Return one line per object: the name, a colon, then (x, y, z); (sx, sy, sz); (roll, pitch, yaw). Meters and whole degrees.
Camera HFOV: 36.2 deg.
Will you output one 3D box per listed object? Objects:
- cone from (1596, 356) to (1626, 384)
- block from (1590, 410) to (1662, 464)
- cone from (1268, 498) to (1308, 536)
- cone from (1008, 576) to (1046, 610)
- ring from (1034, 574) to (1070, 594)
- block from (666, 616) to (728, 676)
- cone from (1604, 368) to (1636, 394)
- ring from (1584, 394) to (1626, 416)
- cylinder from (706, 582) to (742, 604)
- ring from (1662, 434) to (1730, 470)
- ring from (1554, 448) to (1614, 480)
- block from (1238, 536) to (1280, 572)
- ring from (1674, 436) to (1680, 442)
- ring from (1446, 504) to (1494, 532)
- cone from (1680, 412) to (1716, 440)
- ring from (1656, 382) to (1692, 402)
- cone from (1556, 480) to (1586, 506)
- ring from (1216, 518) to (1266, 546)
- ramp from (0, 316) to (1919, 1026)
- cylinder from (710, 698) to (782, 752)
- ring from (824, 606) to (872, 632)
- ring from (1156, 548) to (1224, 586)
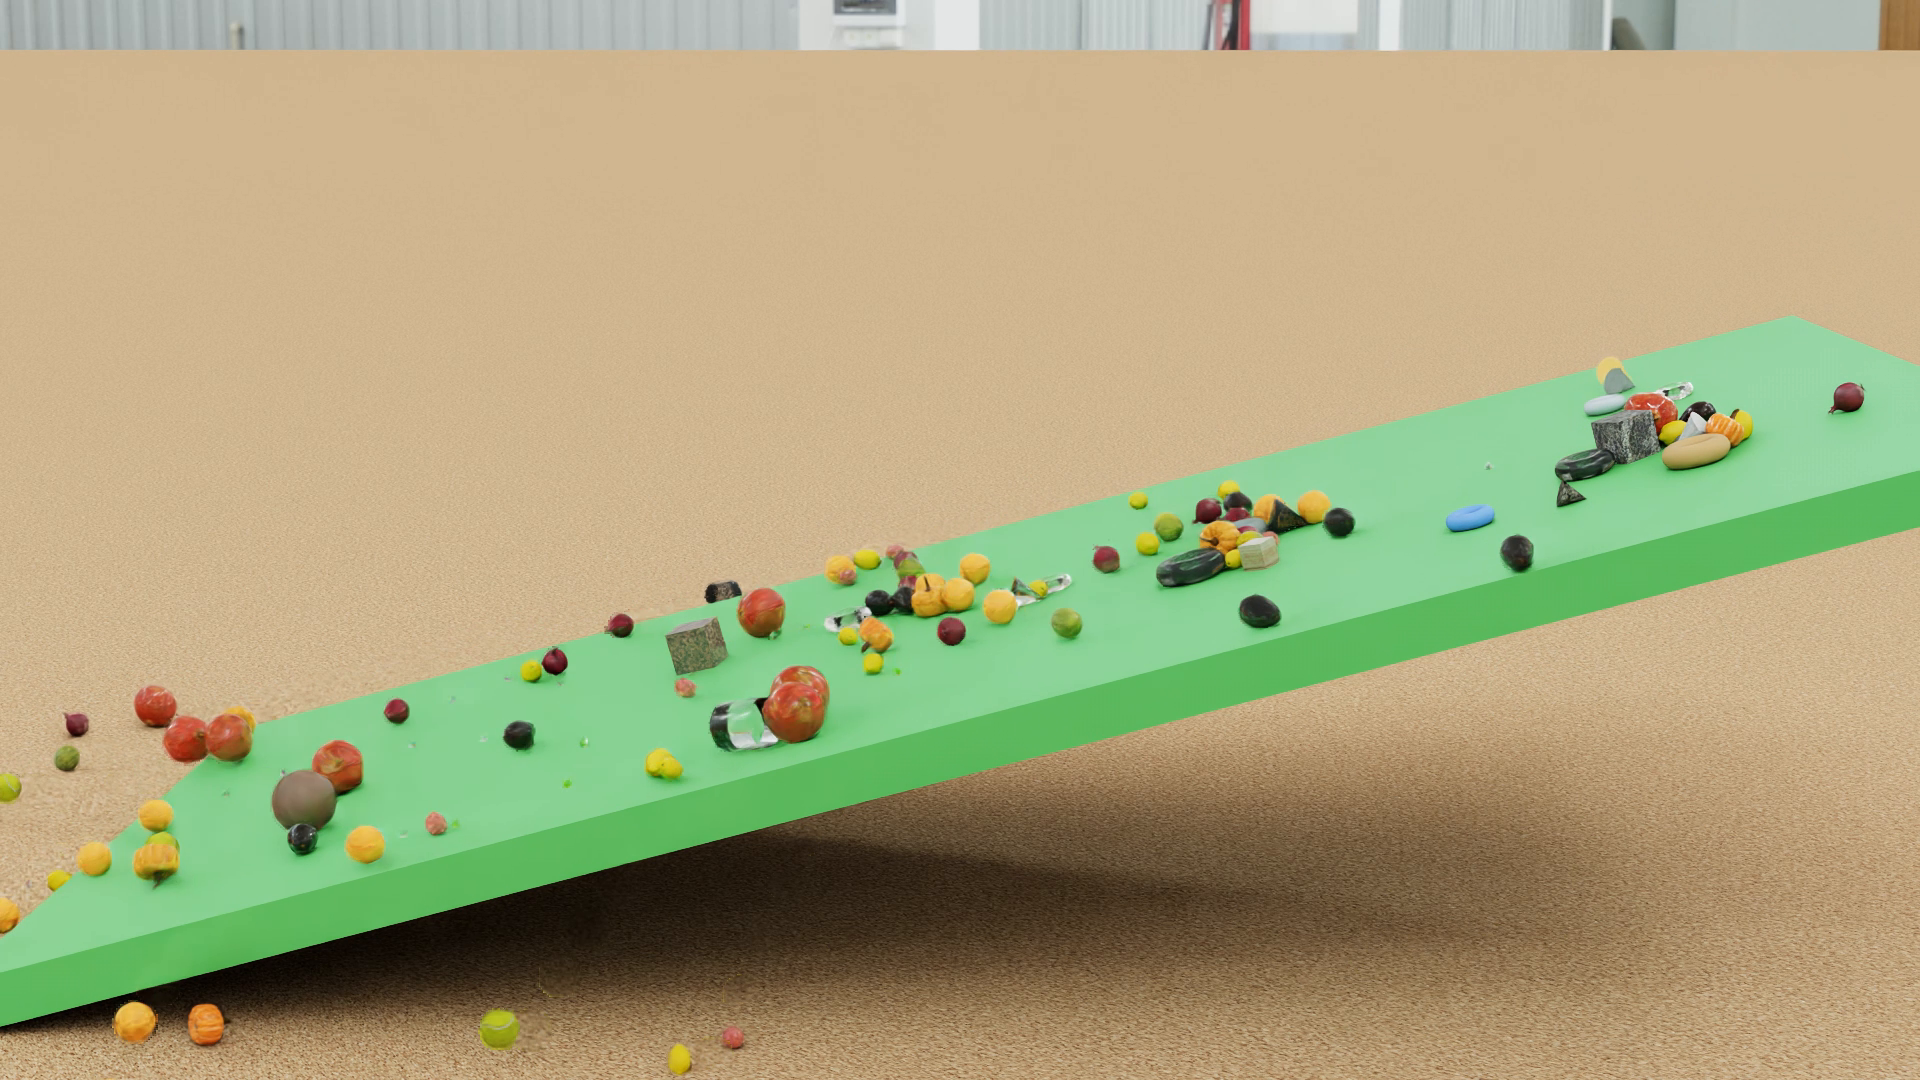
cone: (1.550, -0.392, 6.927); (0.070, 0.070, 0.070); (12, 0, -41)
block: (1.358, -0.210, 6.000); (0.088, 0.088, 0.088); (-20, 10, -23)
cone: (0.703, -0.041, 6.244); (0.083, 0.083, 0.083); (11, 10, -1)
cone: (0.146, 0.119, 6.233); (0.072, 0.072, 0.072); (10, 9, -6)
ring: (0.200, 0.093, 6.315); (0.080, 0.027, 0.080); (-14, 10, 3)
block: (-0.587, 0.236, 6.557); (0.094, 0.094, 0.094); (-13, 10, 17)
cone: (1.531, -0.359, 6.767); (0.067, 0.067, 0.067); (10, 4, -30)
ring: (1.442, -0.302, 6.580); (0.094, 0.031, 0.094); (-15, 8, 2)
cylinder: (-0.760, 0.178, 9.454); (0.083, 0.083, 0.083); (-9, 13, -40)
ring: (1.447, -0.174, 5.782); (0.134, 0.045, 0.134); (-16, 8, 2)
ring: (1.266, -0.153, 5.962); (0.123, 0.041, 0.123); (-17, 9, 3)
block: (0.604, 0.029, 5.943); (0.054, 0.054, 0.054); (-7, 12, 41)
ring: (1.482, -0.202, 5.945); (0.077, 0.026, 0.077); (-15, 11, 3)
ring: (1.003, -0.043, 5.780); (0.097, 0.032, 0.097); (-16, 10, 3)
cone: (1.458, -0.193, 5.887); (0.090, 0.090, 0.090); (-41, -10, 27)
ring: (1.583, -0.329, 6.516); (0.083, 0.028, 0.083); (-15, 11, 3)
cone: (1.196, -0.086, 5.734); (0.053, 0.053, 0.053); (12, 11, 1)
ring: (0.599, -0.016, 6.264); (0.114, 0.038, 0.114); (-17, 10, 3)
ramp: (0.082, 0.190, 6.328); (4.000, 0.100, 2.000); (-15, 9, 4)
cylinder: (-0.407, 0.351, 5.585); (0.096, 0.096, 0.096); (-9, 3, 36)
ring: (-0.249, 0.176, 6.536); (0.108, 0.036, 0.108); (-15, 11, 3)
ring: (0.472, 0.056, 6.021); (0.147, 0.049, 0.147); (-17, 9, 3)
